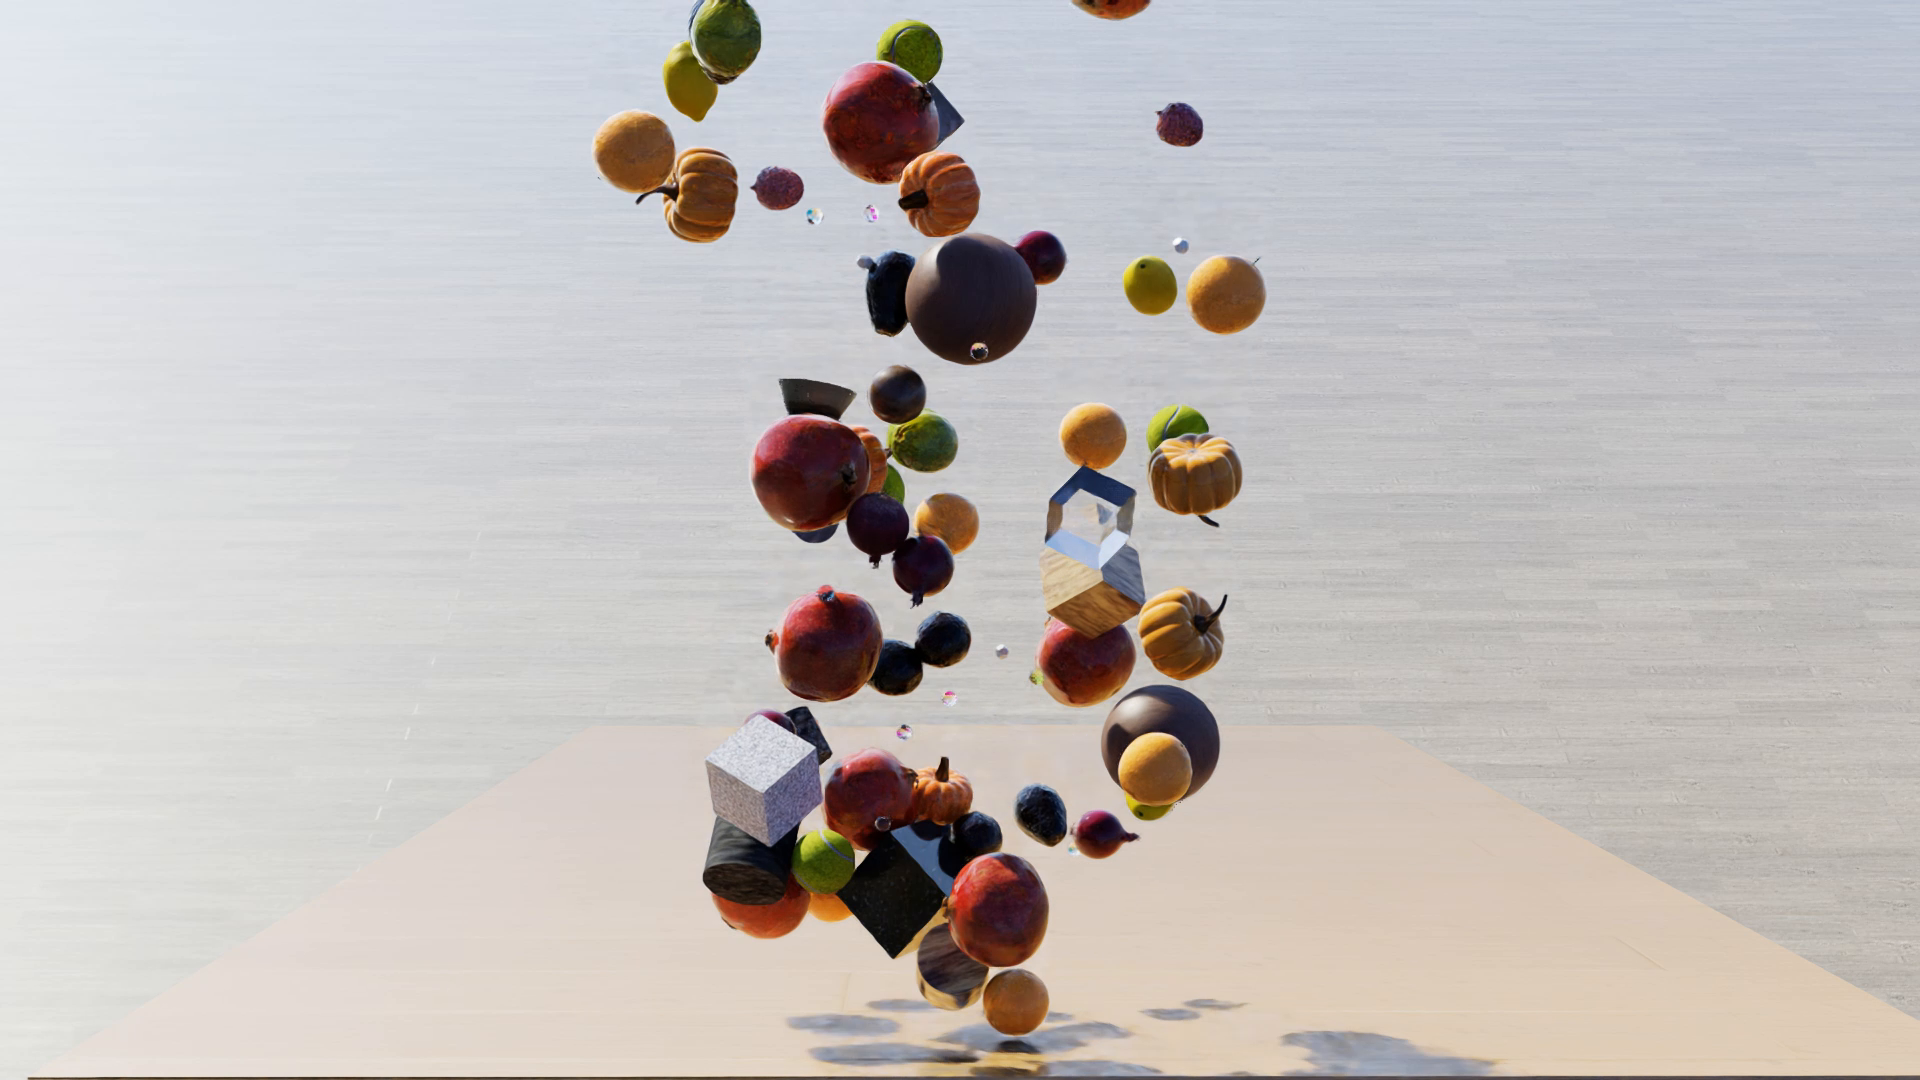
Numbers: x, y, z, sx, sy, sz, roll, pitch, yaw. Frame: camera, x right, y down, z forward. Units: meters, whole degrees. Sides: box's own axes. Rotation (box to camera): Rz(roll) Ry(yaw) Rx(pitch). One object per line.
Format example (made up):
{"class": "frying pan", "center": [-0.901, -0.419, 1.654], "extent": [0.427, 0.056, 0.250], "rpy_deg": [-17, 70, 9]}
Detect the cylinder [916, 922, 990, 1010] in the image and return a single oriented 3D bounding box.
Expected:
{"class": "cylinder", "center": [-0.007, 0.461, 2.790], "extent": [0.079, 0.079, 0.079], "rpy_deg": [1, 67, -1]}

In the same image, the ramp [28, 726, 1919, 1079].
{"class": "ramp", "center": [0.062, 0.556, 4.593], "extent": [2.000, 0.100, 4.000], "rpy_deg": [0, 1, 0]}

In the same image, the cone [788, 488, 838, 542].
{"class": "cone", "center": [-0.141, -0.023, 2.647], "extent": [0.054, 0.054, 0.054], "rpy_deg": [10, -1, 18]}

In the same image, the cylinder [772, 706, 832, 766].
{"class": "cylinder", "center": [-0.174, 0.216, 2.752], "extent": [0.057, 0.057, 0.057], "rpy_deg": [-20, 72, -33]}

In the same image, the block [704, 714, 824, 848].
{"class": "block", "center": [-0.193, 0.237, 2.546], "extent": [0.077, 0.077, 0.077], "rpy_deg": [27, 50, 31]}

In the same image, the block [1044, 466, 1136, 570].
{"class": "block", "center": [0.132, -0.022, 2.615], "extent": [0.064, 0.064, 0.064], "rpy_deg": [27, 49, 23]}

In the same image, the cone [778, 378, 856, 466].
{"class": "cone", "center": [-0.157, -0.118, 2.703], "extent": [0.085, 0.085, 0.085], "rpy_deg": [9, -6, 1]}

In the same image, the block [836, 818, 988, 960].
{"class": "block", "center": [-0.053, 0.383, 2.844], "extent": [0.099, 0.099, 0.099], "rpy_deg": [47, 20, 16]}

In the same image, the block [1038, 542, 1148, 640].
{"class": "block", "center": [0.147, 0.046, 2.863], "extent": [0.080, 0.080, 0.080], "rpy_deg": [-31, 47, 29]}

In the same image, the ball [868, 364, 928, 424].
{"class": "ball", "center": [-0.061, -0.141, 2.505], "extent": [0.058, 0.058, 0.058], "rpy_deg": [0, 27, 0]}

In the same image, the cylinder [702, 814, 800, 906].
{"class": "cylinder", "center": [-0.225, 0.332, 2.788], "extent": [0.090, 0.090, 0.090], "rpy_deg": [4, 54, 8]}

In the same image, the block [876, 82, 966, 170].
{"class": "block", "center": [-0.041, -0.430, 2.677], "extent": [0.054, 0.054, 0.054], "rpy_deg": [-35, 7, 48]}
